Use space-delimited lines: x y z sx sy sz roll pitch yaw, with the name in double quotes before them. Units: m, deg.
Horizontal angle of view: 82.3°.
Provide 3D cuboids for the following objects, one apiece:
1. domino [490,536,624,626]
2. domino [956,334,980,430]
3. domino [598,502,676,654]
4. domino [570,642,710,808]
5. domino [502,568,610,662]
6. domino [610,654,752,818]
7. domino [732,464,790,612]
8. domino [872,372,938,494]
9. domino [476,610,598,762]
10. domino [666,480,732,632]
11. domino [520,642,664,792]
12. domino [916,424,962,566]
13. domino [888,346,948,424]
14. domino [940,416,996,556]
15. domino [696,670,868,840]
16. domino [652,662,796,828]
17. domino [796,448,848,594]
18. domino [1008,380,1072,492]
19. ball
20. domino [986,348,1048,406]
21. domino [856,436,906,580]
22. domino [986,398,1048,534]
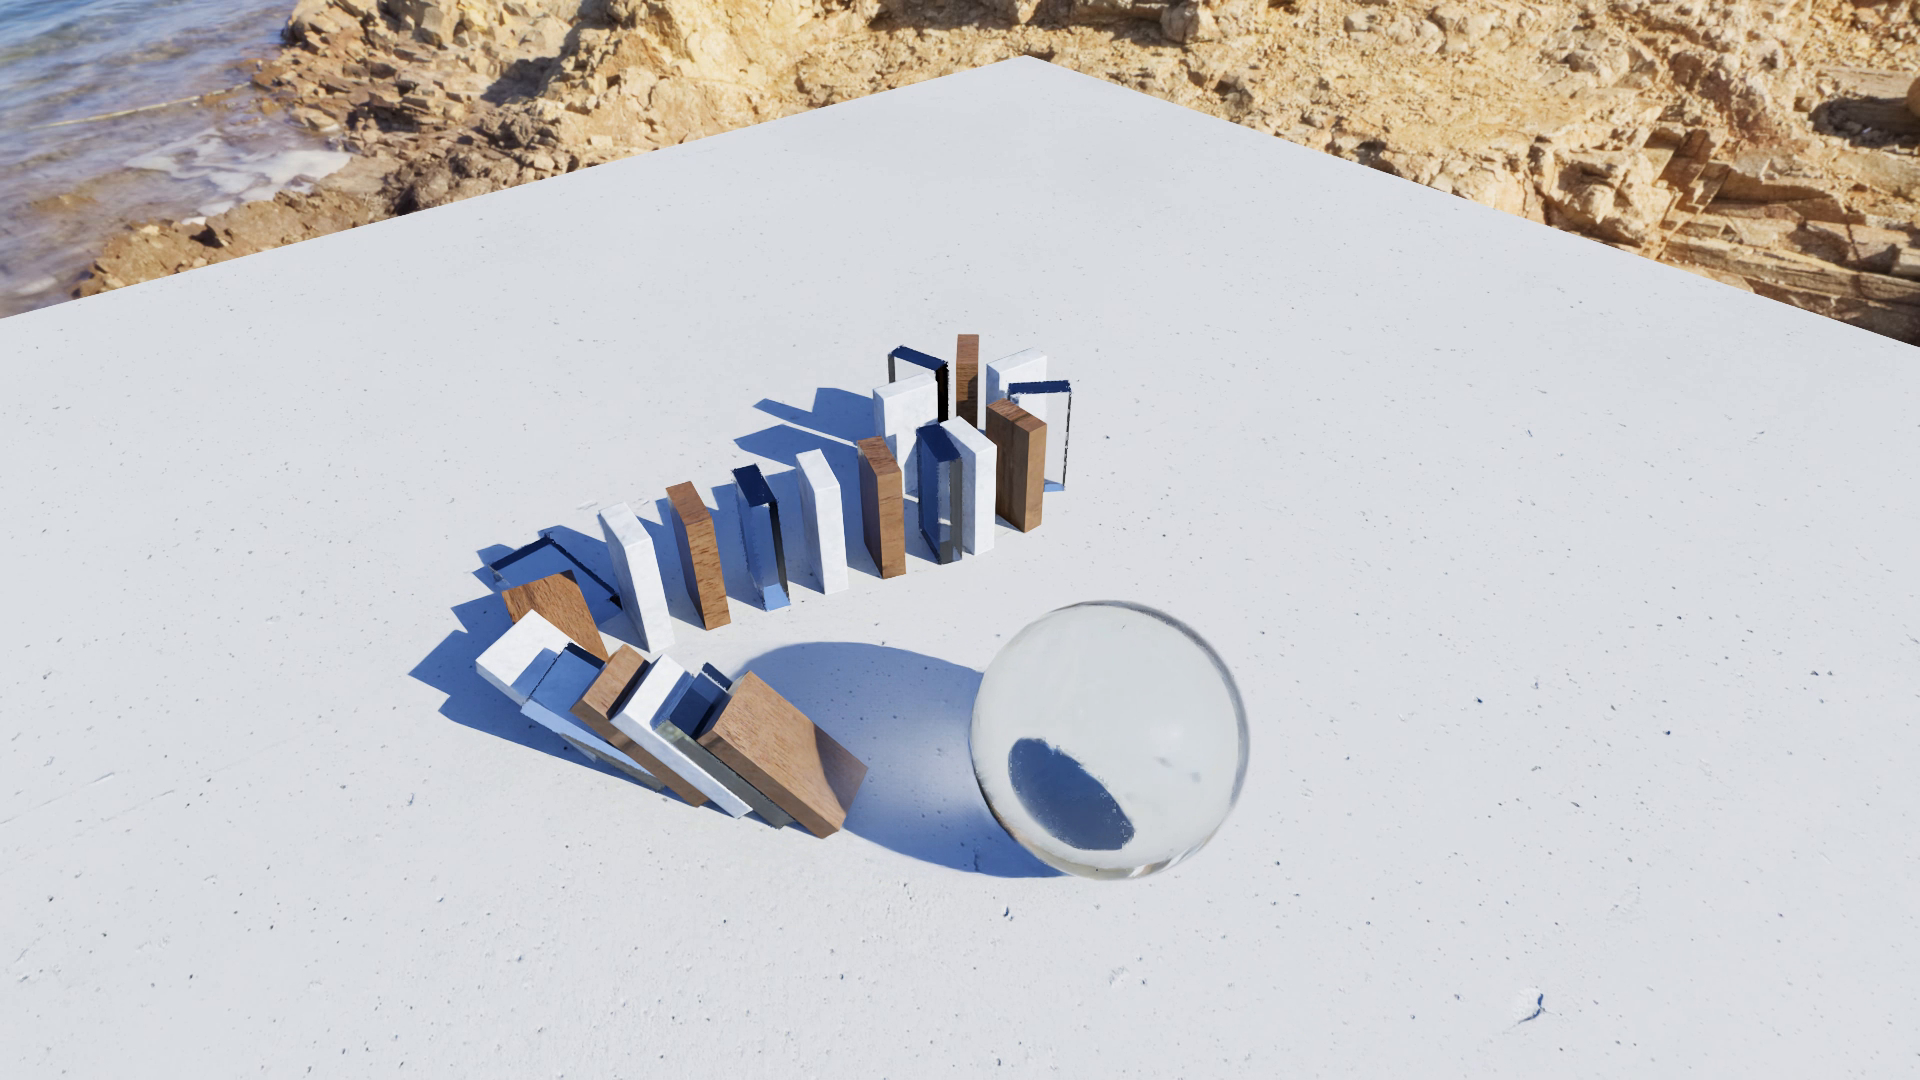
"domino" -0.155 0.018 0.421 0.050 0.010 0.025 31 48 32
"domino" 0.003 -0.063 0.488 0.009 0.050 0.025 1 39 1
"domino" -0.116 0.014 0.395 0.010 0.050 0.025 -23 45 -26
"domino" -0.095 0.059 0.348 0.050 0.009 0.025 43 40 -15
"domino" -0.141 0.036 0.389 0.025 0.010 0.050 -20 60 -23
"domino" -0.081 0.061 0.344 0.050 0.009 0.025 42 40 -15
"domino" -0.074 0.000 0.412 0.010 0.050 0.025 -16 42 -19
"domino" -0.023 -0.044 0.465 0.025 0.050 0.009 -22 44 -24
"domino" -0.132 0.048 0.367 0.050 0.010 0.025 36 53 4
"domino" -0.096 0.006 0.404 0.009 0.050 0.025 -18 43 -21
"domino" -0.111 0.057 0.354 0.050 0.009 0.025 33 42 -10
"domino" -0.008 -0.018 0.433 0.010 0.050 0.025 -14 41 -16
"domino" -0.018 -0.058 0.482 0.025 0.050 0.009 24 45 26
"domino" 0.003 -0.021 0.437 0.010 0.050 0.025 -23 45 -26
"domino" -0.054 0.066 0.338 0.050 0.009 0.025 43 40 -15
"domino" -0.067 0.064 0.341 0.050 0.009 0.025 43 40 -15
"domino" -0.052 -0.007 0.419 0.010 0.050 0.025 -15 42 -17
"domino" 0.032 -0.043 0.464 0.025 0.050 0.009 -4 39 -4
"ball" 0.043 0.057 0.318 0.080 0.080 0.080 0 39 0
"domino" 0.024 -0.057 0.481 0.025 0.050 0.009 -24 45 -26
"domino" -0.030 -0.012 0.426 0.009 0.050 0.025 -14 41 -16
"domino" 0.022 -0.030 0.448 0.009 0.050 0.025 -28 47 -30
